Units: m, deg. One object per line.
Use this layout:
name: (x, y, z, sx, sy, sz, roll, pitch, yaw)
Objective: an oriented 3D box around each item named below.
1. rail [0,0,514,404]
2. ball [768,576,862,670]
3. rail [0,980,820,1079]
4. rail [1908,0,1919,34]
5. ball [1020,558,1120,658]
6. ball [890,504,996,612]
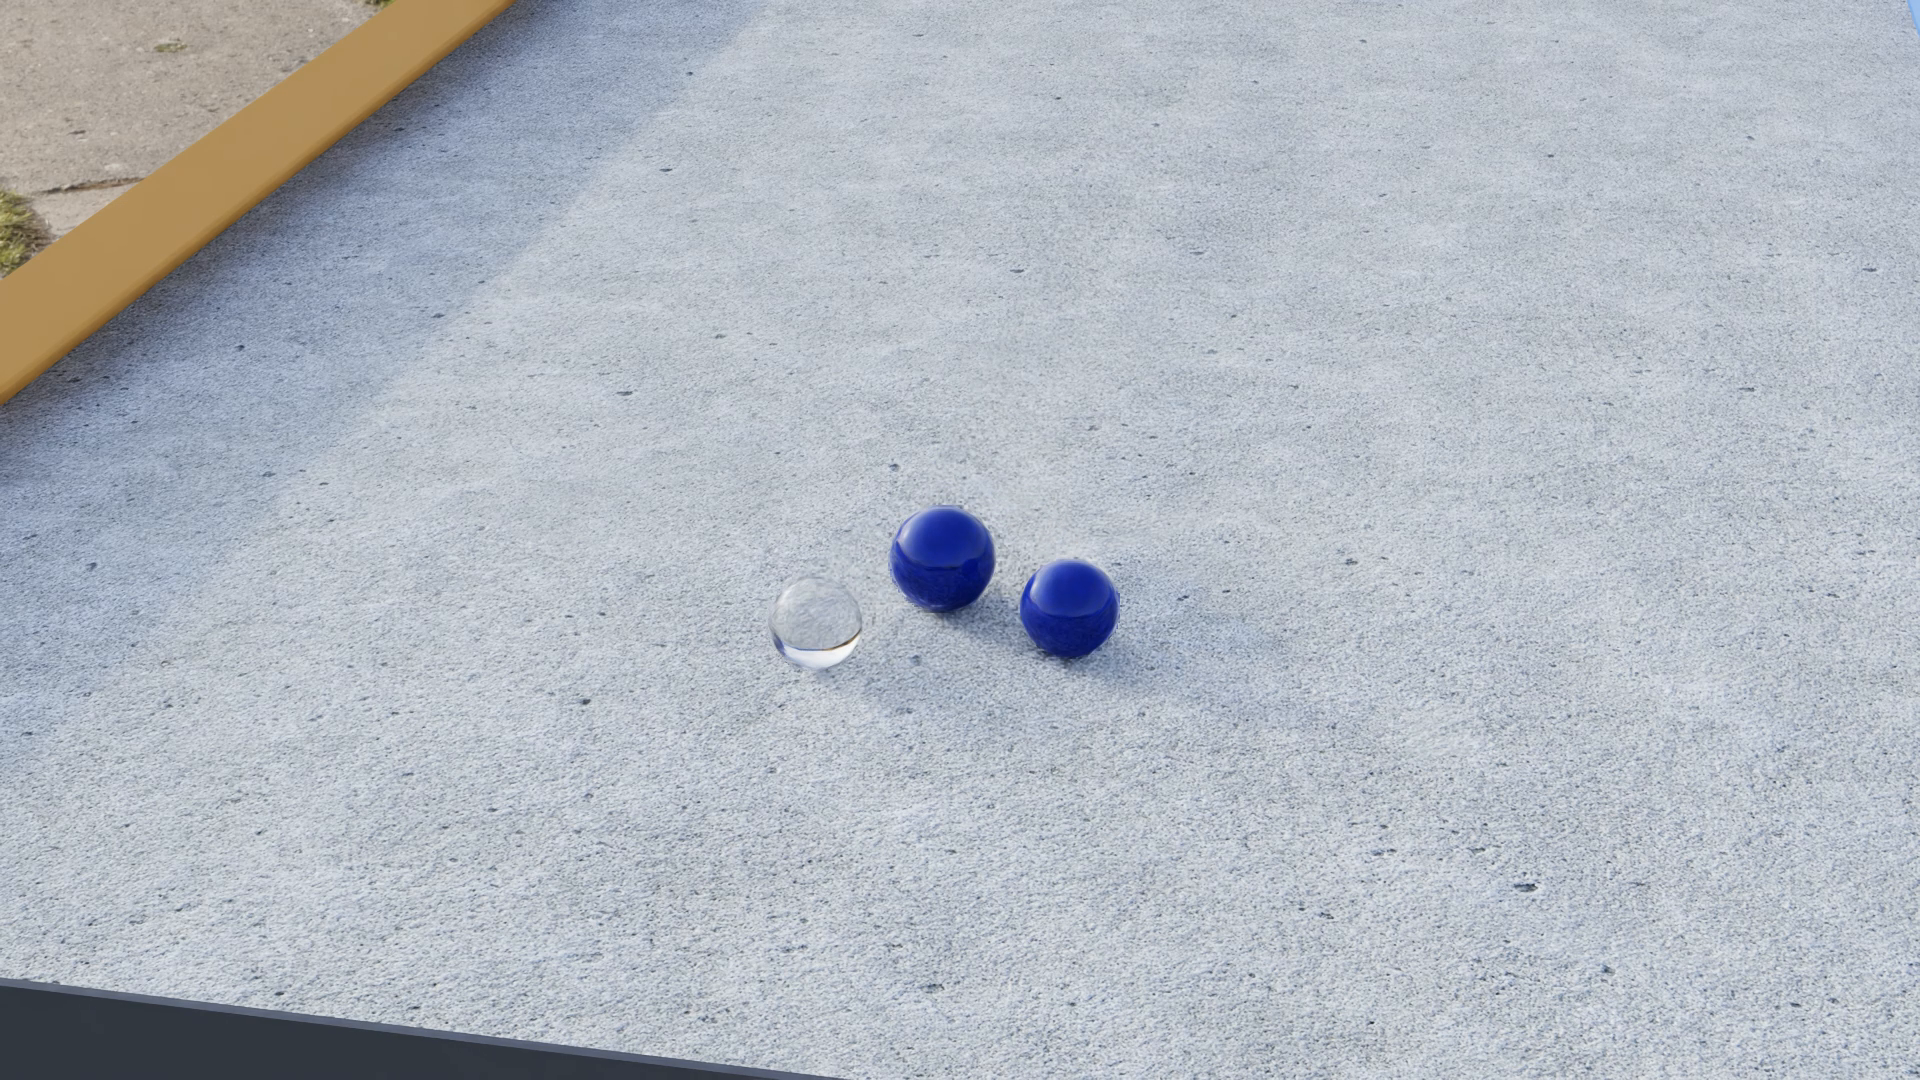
rail: (-0.588, -0.357, 2.615, 0.045, 0.088, 2.669, 5, 26, 10)
ball: (-0.088, 0.051, 1.797, 0.057, 0.057, 0.057, 0, 25, 0)
rail: (-0.126, 0.258, 1.325, 1.514, 0.088, 0.045, 5, 26, 10)
rail: (0.850, -0.233, 2.355, 0.045, 0.088, 2.669, 5, 26, 10)
ball: (0.067, 0.041, 1.812, 0.061, 0.061, 0.061, 0, 25, 0)
ball: (-0.011, 0.011, 1.867, 0.068, 0.068, 0.068, 0, 25, 0)
